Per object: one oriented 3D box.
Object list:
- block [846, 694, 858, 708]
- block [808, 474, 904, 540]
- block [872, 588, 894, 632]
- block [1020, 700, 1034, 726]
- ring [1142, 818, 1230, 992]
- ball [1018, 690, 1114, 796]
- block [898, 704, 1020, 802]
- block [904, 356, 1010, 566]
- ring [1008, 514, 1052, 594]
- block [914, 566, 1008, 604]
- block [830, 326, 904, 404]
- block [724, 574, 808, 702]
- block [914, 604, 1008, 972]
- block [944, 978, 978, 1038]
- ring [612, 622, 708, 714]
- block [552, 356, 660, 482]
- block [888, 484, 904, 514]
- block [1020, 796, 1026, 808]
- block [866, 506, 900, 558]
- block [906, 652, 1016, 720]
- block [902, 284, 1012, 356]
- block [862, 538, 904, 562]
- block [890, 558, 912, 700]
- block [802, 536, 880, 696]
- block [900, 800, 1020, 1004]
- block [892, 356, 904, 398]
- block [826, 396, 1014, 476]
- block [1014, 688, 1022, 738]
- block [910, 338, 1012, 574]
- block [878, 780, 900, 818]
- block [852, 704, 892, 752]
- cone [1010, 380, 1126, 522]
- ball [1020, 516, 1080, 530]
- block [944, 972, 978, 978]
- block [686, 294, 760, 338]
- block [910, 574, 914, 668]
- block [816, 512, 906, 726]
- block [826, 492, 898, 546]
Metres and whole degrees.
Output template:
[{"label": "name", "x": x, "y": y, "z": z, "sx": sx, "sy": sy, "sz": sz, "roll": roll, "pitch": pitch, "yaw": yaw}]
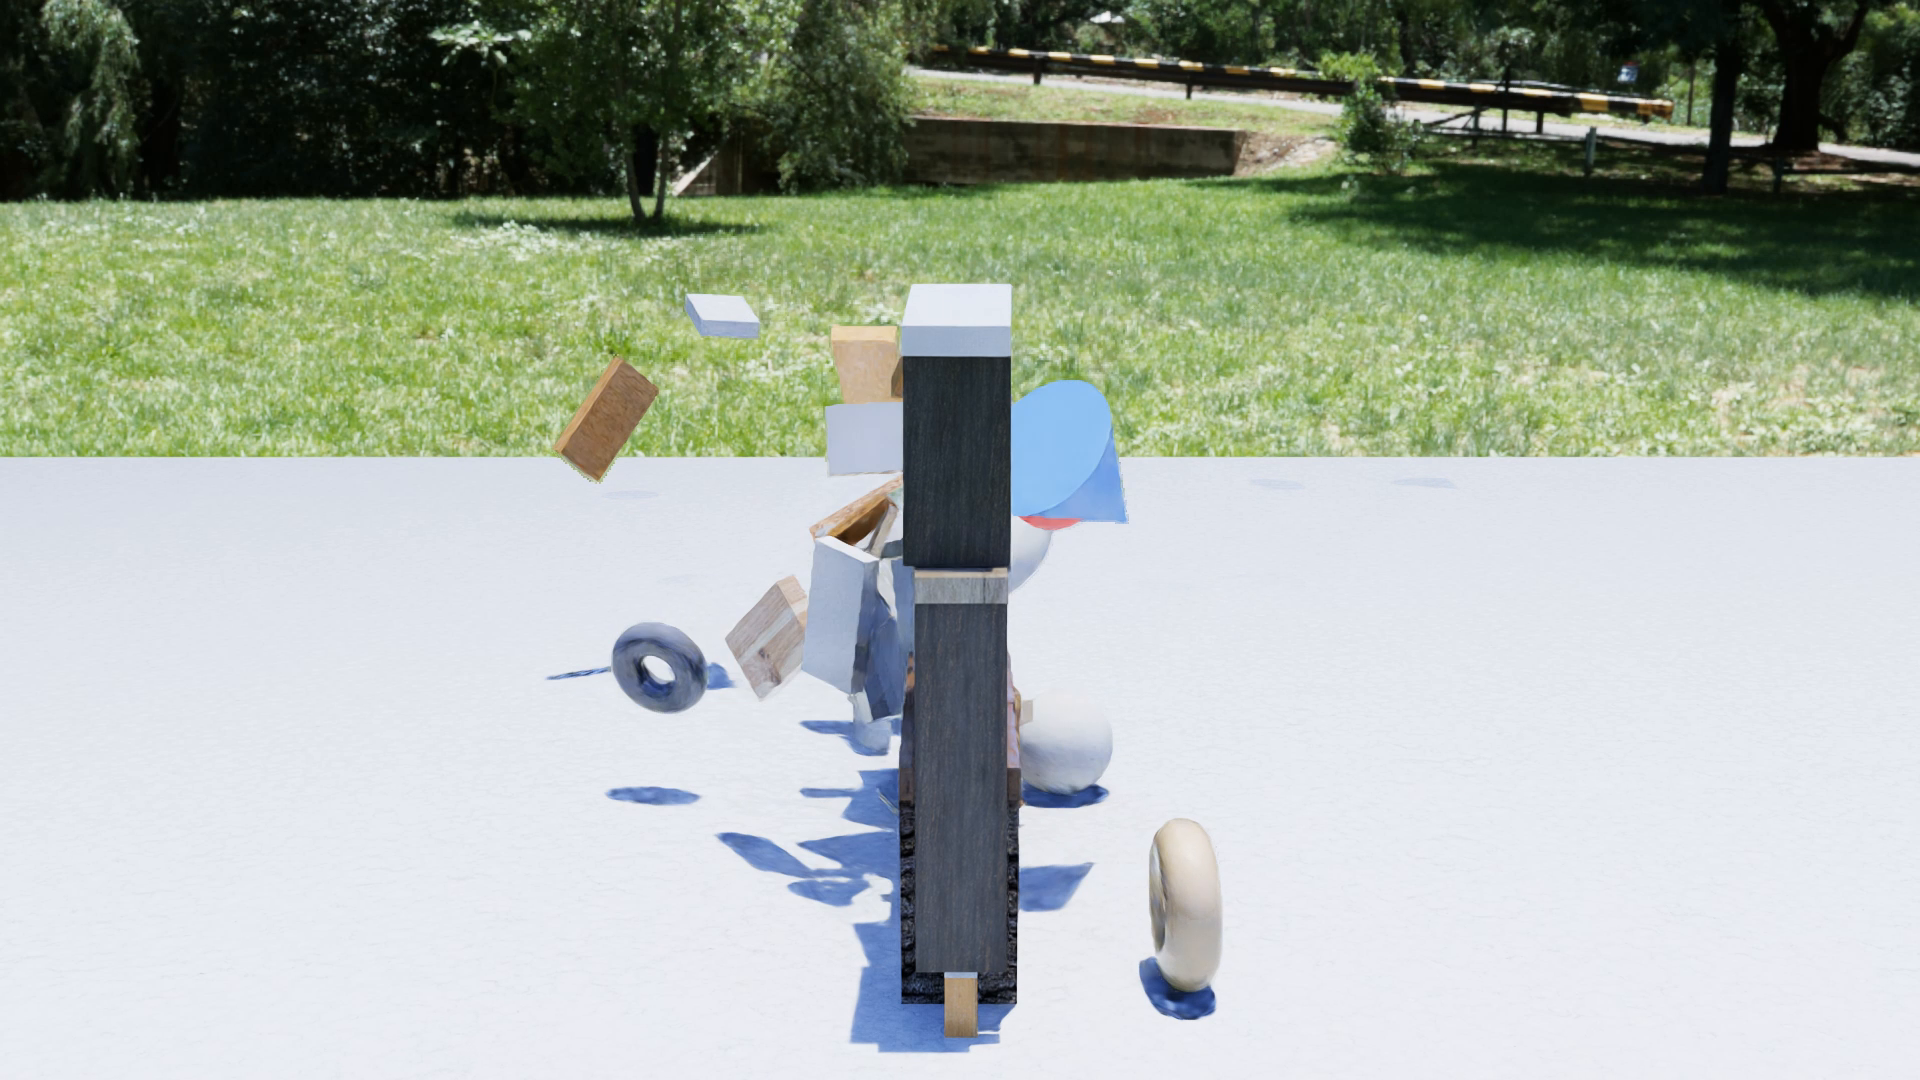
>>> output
[{"label": "block", "x": -0.098, "y": 0.145, "z": 4.103, "sx": 0.174, "sy": 0.049, "sz": 0.347, "roll": -25, "pitch": 37, "yaw": 37}, {"label": "block", "x": -0.159, "y": -0.030, "z": 4.607, "sx": 0.296, "sy": 0.148, "sz": 0.042, "roll": -30, "pitch": -26, "yaw": 11}, {"label": "block", "x": -0.171, "y": 0.135, "z": 3.640, "sx": 0.116, "sy": 0.058, "sz": 0.016, "roll": -37, "pitch": -10, "yaw": 14}, {"label": "block", "x": 0.021, "y": 0.319, "z": 3.895, "sx": 0.137, "sy": 0.039, "sz": 0.275, "roll": -4, "pitch": 1, "yaw": 20}, {"label": "ring", "x": 0.333, "y": 0.539, "z": 3.250, "sx": 0.085, "sy": 0.254, "sz": 0.254, "roll": 6, "pitch": 9, "yaw": -10}, {"label": "ball", "x": 0.194, "y": 0.387, "z": 4.210, "sx": 0.201, "sy": 0.201, "sz": 0.201, "roll": 0, "pitch": 11, "yaw": 0}, {"label": "block", "x": -0.002, "y": 0.307, "z": 3.204, "sx": 0.168, "sy": 0.048, "sz": 0.337, "roll": 0, "pitch": 11, "yaw": 0}, {"label": "block", "x": -0.004, "y": -0.111, "z": 2.973, "sx": 0.144, "sy": 0.288, "sz": 0.041, "roll": 0, "pitch": 7, "yaw": 0}, {"label": "ring", "x": 0.011, "y": -0.024, "z": 4.748, "sx": 0.385, "sy": 0.128, "sz": 0.385, "roll": -7, "pitch": 54, "yaw": 10}, {"label": "block", "x": 0.001, "y": 0.041, "z": 3.041, "sx": 0.125, "sy": 0.035, "sz": 0.250, "roll": 0, "pitch": 12, "yaw": 0}, {"label": "block", "x": -0.210, "y": -0.401, "z": 5.154, "sx": 0.148, "sy": 0.042, "sz": 0.296, "roll": 1, "pitch": -29, "yaw": 5}, {"label": "block", "x": -0.317, "y": 0.172, "z": 3.806, "sx": 0.037, "sy": 0.132, "sz": 0.265, "roll": -25, "pitch": -10, "yaw": -34}, {"label": "block", "x": 0.001, "y": 0.336, "z": 3.014, "sx": 0.125, "sy": 0.530, "sz": 0.035, "roll": 0, "pitch": 11, "yaw": 0}, {"label": "block", "x": 0.002, "y": 0.652, "z": 3.084, "sx": 0.046, "sy": 0.092, "sz": 0.013, "roll": 0, "pitch": 11, "yaw": 0}, {"label": "ring", "x": -0.569, "y": 0.243, "z": 4.166, "sx": 0.197, "sy": 0.197, "sz": 0.066, "roll": 4, "pitch": 30, "yaw": 19}, {"label": "block", "x": -0.815, "y": -0.278, "z": 5.074, "sx": 0.037, "sy": 0.259, "sz": 0.130, "roll": 21, "pitch": -15, "yaw": 47}, {"label": "block", "x": -0.041, "y": -0.059, "z": 4.130, "sx": 0.174, "sy": 0.049, "sz": 0.347, "roll": 6, "pitch": -7, "yaw": -11}, {"label": "block", "x": 0.050, "y": 0.427, "z": 3.972, "sx": 0.039, "sy": 0.137, "sz": 0.275, "roll": -44, "pitch": 0, "yaw": -2}, {"label": "block", "x": -0.135, "y": 0.004, "z": 3.598, "sx": 0.016, "sy": 0.116, "sz": 0.058, "roll": 26, "pitch": -21, "yaw": -9}, {"label": "block", "x": 0.000, "y": 0.243, "z": 3.538, "sx": 0.169, "sy": 0.048, "sz": 0.337, "roll": 0, "pitch": 11, "yaw": 0}, {"label": "block", "x": -0.001, "y": -0.306, "z": 3.039, "sx": 0.144, "sy": 0.041, "sz": 0.288, "roll": 0, "pitch": 18, "yaw": 1}, {"label": "block", "x": -0.064, "y": 0.007, "z": 3.688, "sx": 0.184, "sy": 0.026, "sz": 0.092, "roll": -13, "pitch": -3, "yaw": 37}, {"label": "block", "x": -0.051, "y": 0.231, "z": 3.731, "sx": 0.092, "sy": 0.406, "sz": 0.026, "roll": -6, "pitch": 2, "yaw": -1}, {"label": "block", "x": -0.196, "y": 0.123, "z": 3.586, "sx": 0.117, "sy": 0.233, "sz": 0.033, "roll": 24, "pitch": 26, "yaw": 38}, {"label": "block", "x": -0.001, "y": 0.511, "z": 3.164, "sx": 0.168, "sy": 0.337, "sz": 0.048, "roll": 0, "pitch": 22, "yaw": 0}, {"label": "block", "x": -0.025, "y": -0.270, "z": 3.281, "sx": 0.117, "sy": 0.033, "sz": 0.233, "roll": 2, "pitch": -19, "yaw": -11}, {"label": "block", "x": -0.072, "y": -0.194, "z": 4.112, "sx": 0.351, "sy": 0.130, "sz": 0.037, "roll": -3, "pitch": -5, "yaw": 1}, {"label": "block", "x": 0.007, "y": 0.413, "z": 3.688, "sx": 0.169, "sy": 0.337, "sz": 0.048, "roll": -4, "pitch": 20, "yaw": -21}, {"label": "block", "x": 0.001, "y": -0.122, "z": 3.162, "sx": 0.144, "sy": 0.337, "sz": 0.041, "roll": 0, "pitch": 10, "yaw": 0}, {"label": "block", "x": -0.080, "y": 0.452, "z": 3.781, "sx": 0.072, "sy": 0.020, "sz": 0.143, "roll": -19, "pitch": 26, "yaw": -19}, {"label": "block", "x": -0.186, "y": 0.274, "z": 4.530, "sx": 0.042, "sy": 0.296, "sz": 0.148, "roll": -4, "pitch": 7, "yaw": -17}, {"label": "cone", "x": 0.209, "y": -0.091, "z": 3.639, "sx": 0.254, "sy": 0.254, "sz": 0.254, "roll": 11, "pitch": -21, "yaw": 45}, {"label": "ball", "x": 0.184, "y": -0.114, "z": 4.385, "sx": 0.190, "sy": 0.190, "sz": 0.190, "roll": 0, "pitch": 11, "yaw": 0}, {"label": "block", "x": 0.001, "y": 0.595, "z": 3.105, "sx": 0.046, "sy": 0.013, "sz": 0.092, "roll": 0, "pitch": 11, "yaw": 0}, {"label": "block", "x": -0.539, "y": -0.509, "z": 4.988, "sx": 0.130, "sy": 0.037, "sz": 0.259, "roll": 1, "pitch": 19, "yaw": -15}, {"label": "block", "x": -0.011, "y": 0.078, "z": 3.565, "sx": 0.132, "sy": 0.265, "sz": 0.037, "roll": -3, "pitch": 8, "yaw": -11}, {"label": "block", "x": -0.122, "y": 0.133, "z": 3.819, "sx": 0.174, "sy": 0.347, "sz": 0.049, "roll": -10, "pitch": -12, "yaw": -25}, {"label": "block", "x": -0.161, "y": -0.030, "z": 3.665, "sx": 0.116, "sy": 0.016, "sz": 0.058, "roll": -37, "pitch": -29, "yaw": 5}]
